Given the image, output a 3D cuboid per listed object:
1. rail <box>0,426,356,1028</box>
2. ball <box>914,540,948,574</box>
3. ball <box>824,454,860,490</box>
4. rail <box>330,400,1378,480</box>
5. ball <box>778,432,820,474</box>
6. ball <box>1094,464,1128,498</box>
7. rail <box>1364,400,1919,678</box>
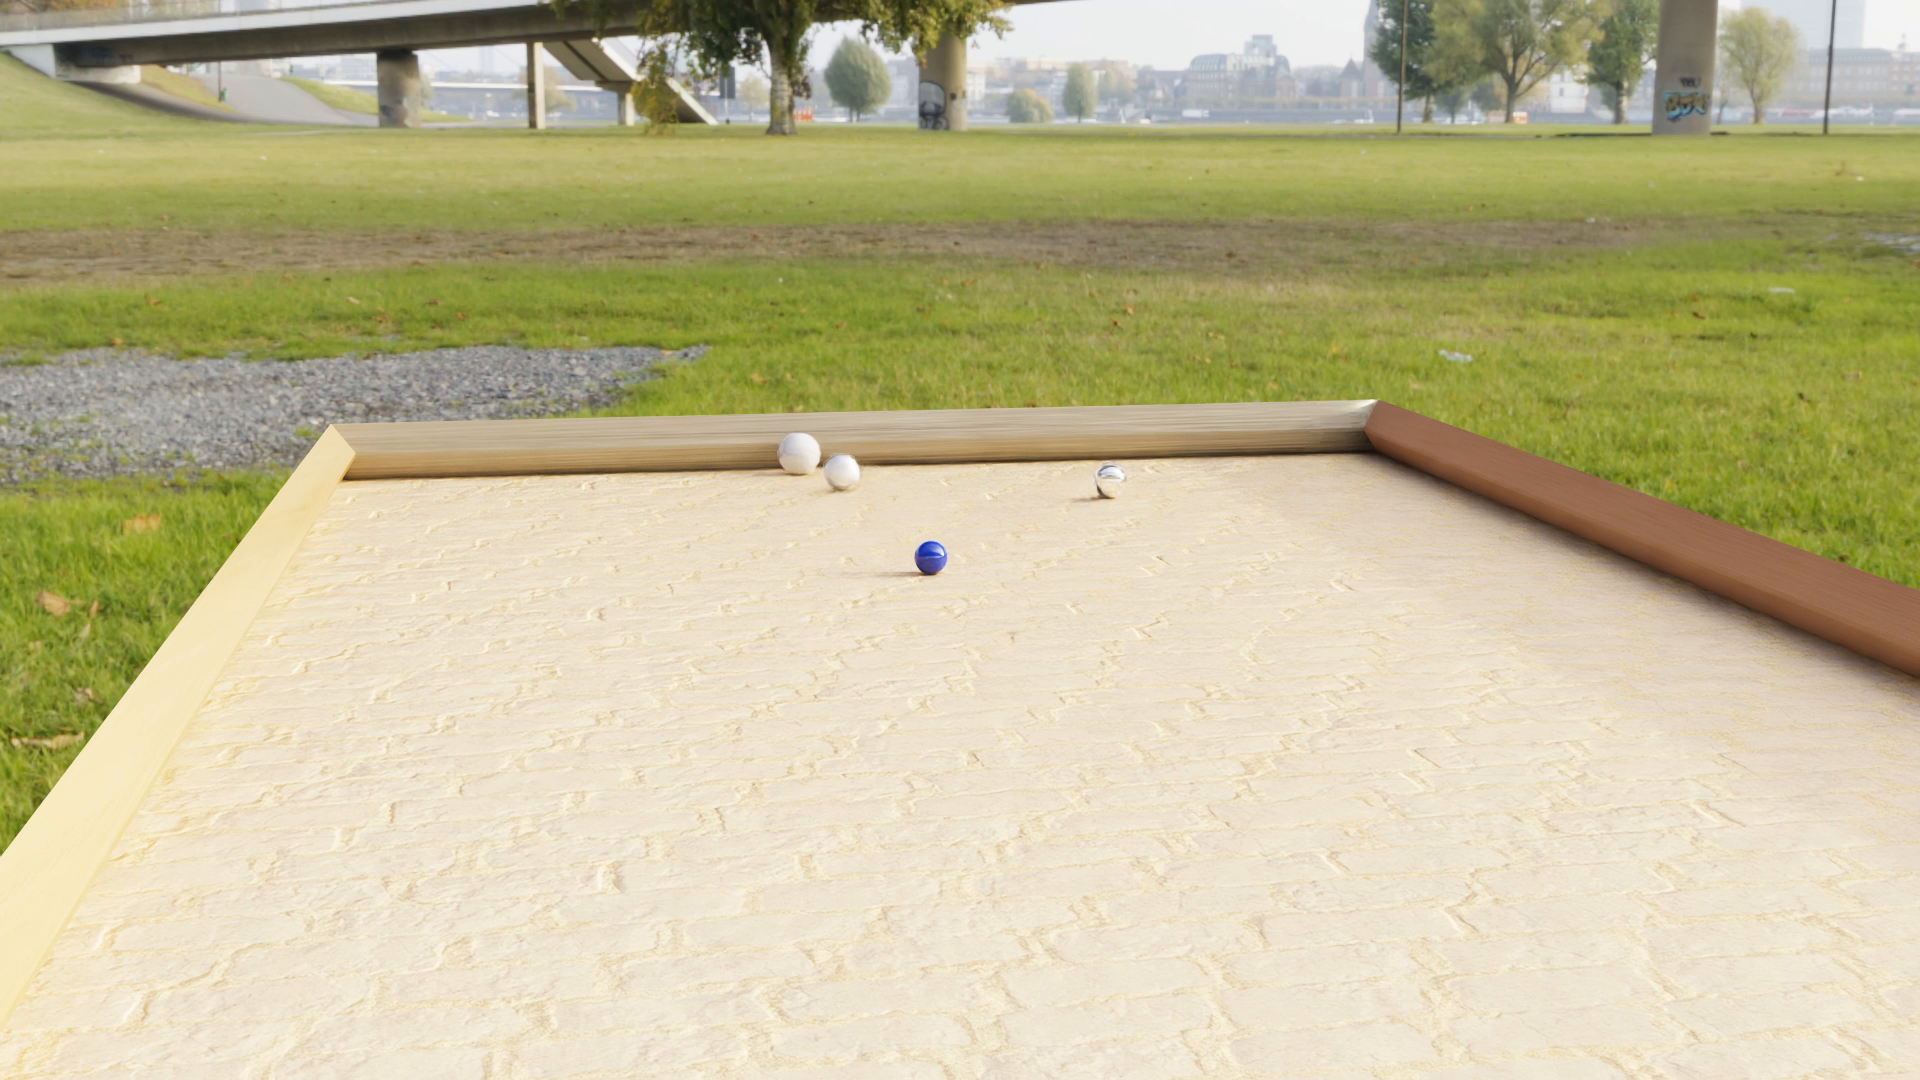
[{"bbox_3d":[-0.770,0.178,2.132,0.045,0.097,3.542,-2,11,-10],"label":"rail"},{"bbox_3d":[-0.040,0.024,3.059,0.048,0.048,0.048,0,11,0],"label":"ball"},{"bbox_3d":[-0.201,-0.114,3.735,0.061,0.061,0.061,0,11,0],"label":"ball"},{"bbox_3d":[-0.149,-0.181,3.980,1.920,0.097,0.045,-2,11,-10],"label":"rail"},{"bbox_3d":[-0.285,-0.154,3.900,0.075,0.075,0.075,0,11,0],"label":"ball"},{"bbox_3d":[0.250,-0.098,3.665,0.057,0.057,0.057,0,11,0],"label":"ball"},{"bbox_3d":[1.075,0.116,2.449,0.045,0.097,3.542,-2,11,-10],"label":"rail"}]
